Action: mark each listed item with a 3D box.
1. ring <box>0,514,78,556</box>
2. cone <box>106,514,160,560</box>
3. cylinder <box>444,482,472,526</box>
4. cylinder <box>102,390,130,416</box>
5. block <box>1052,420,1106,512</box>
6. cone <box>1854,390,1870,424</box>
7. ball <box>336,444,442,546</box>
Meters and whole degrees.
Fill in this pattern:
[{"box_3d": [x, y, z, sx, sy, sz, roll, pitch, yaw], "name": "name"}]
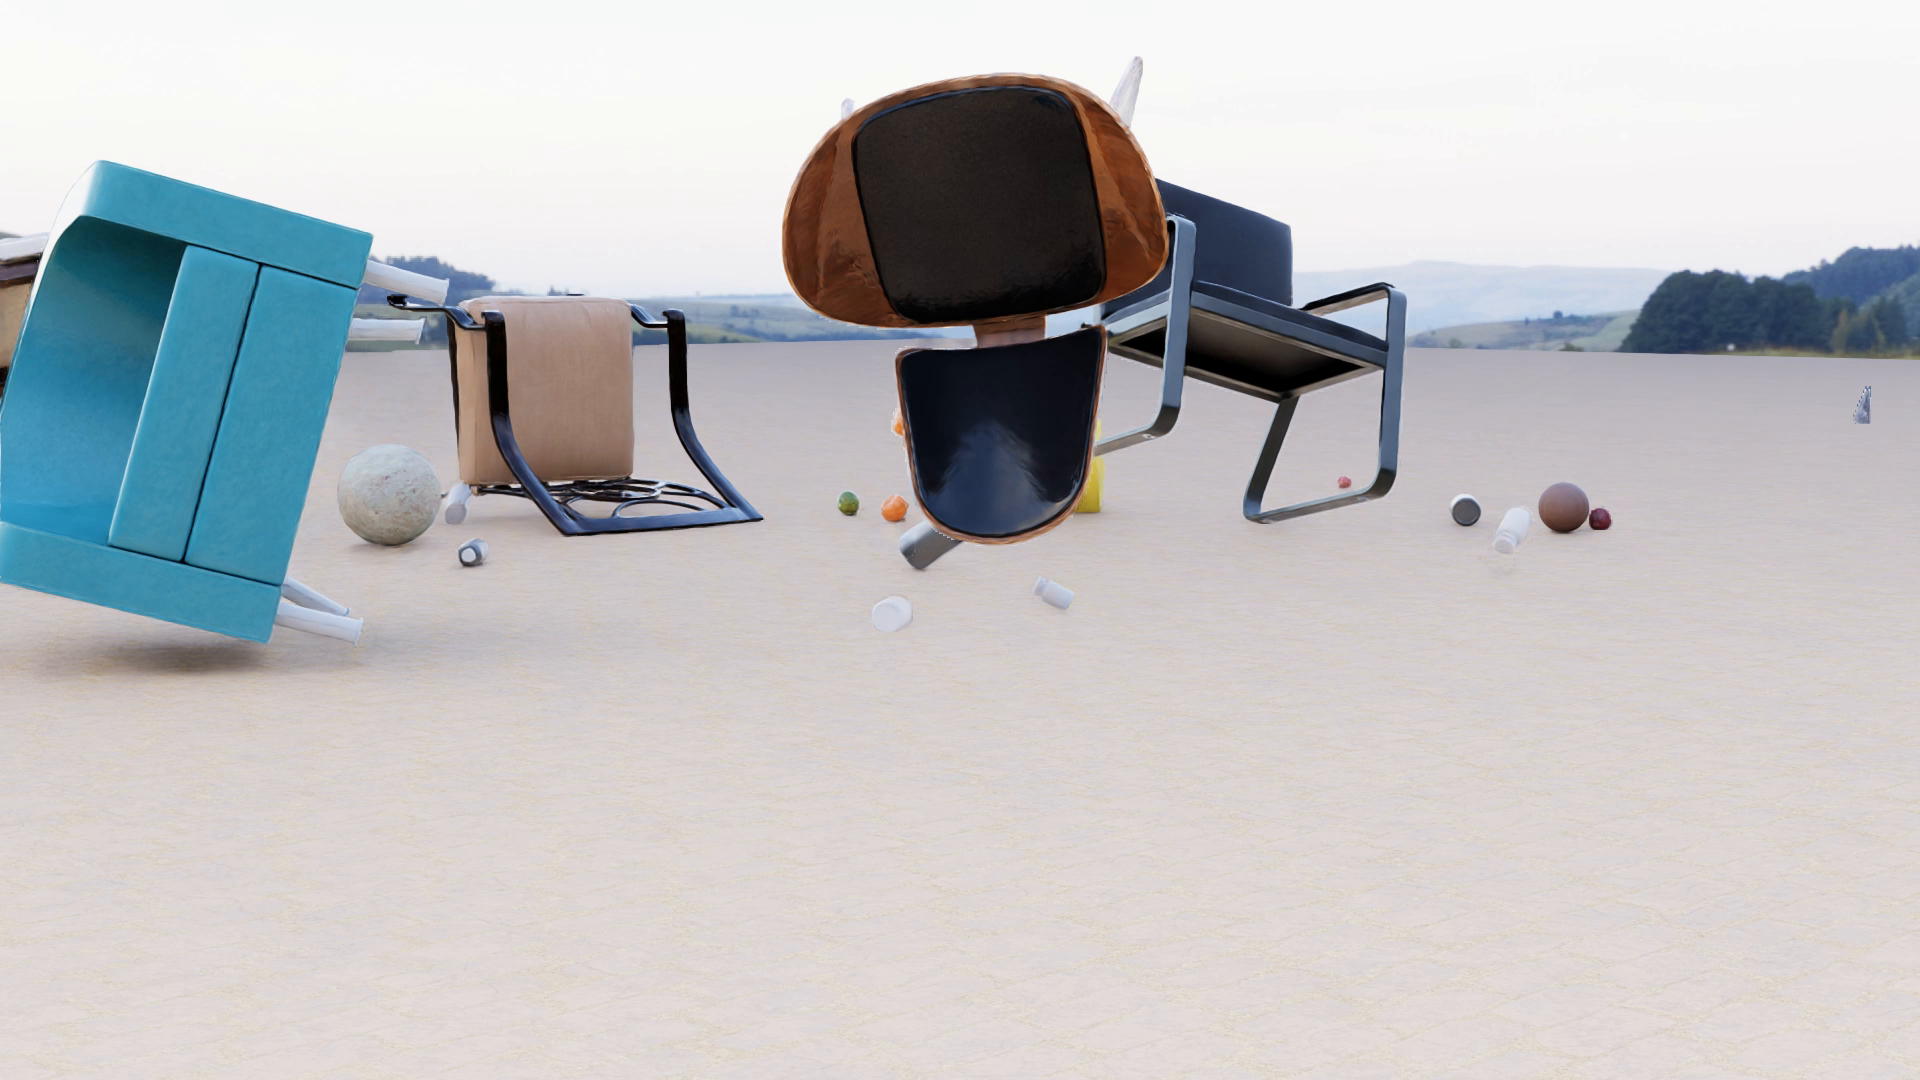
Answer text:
[{"box_3d": [-2.258, -0.012, 6.120, 0.283, 0.087, 0.301, 4, 6, 31], "name": "ring"}, {"box_3d": [-1.944, 0.018, 5.947, 0.100, 0.121, 0.140, -36, -35, 17], "name": "cone"}, {"box_3d": [-1.328, -0.095, 6.785, 0.055, 0.091, 0.074, 18, 43, -16], "name": "cylinder"}, {"box_3d": [-2.223, -0.361, 6.756, 0.057, 0.055, 0.032, -29, -5, -40], "name": "cylinder"}, {"box_3d": [0.333, -0.207, 7.171, 0.121, 0.202, 0.157, 1, 45, 9], "name": "block"}, {"box_3d": [2.247, -0.336, 6.367, 0.038, 0.087, 0.058, 10, 9, 15], "name": "cone"}, {"box_3d": [-1.394, -0.110, 6.267, 0.249, 0.249, 0.249, 0, 6, 0], "name": "ball"}]
